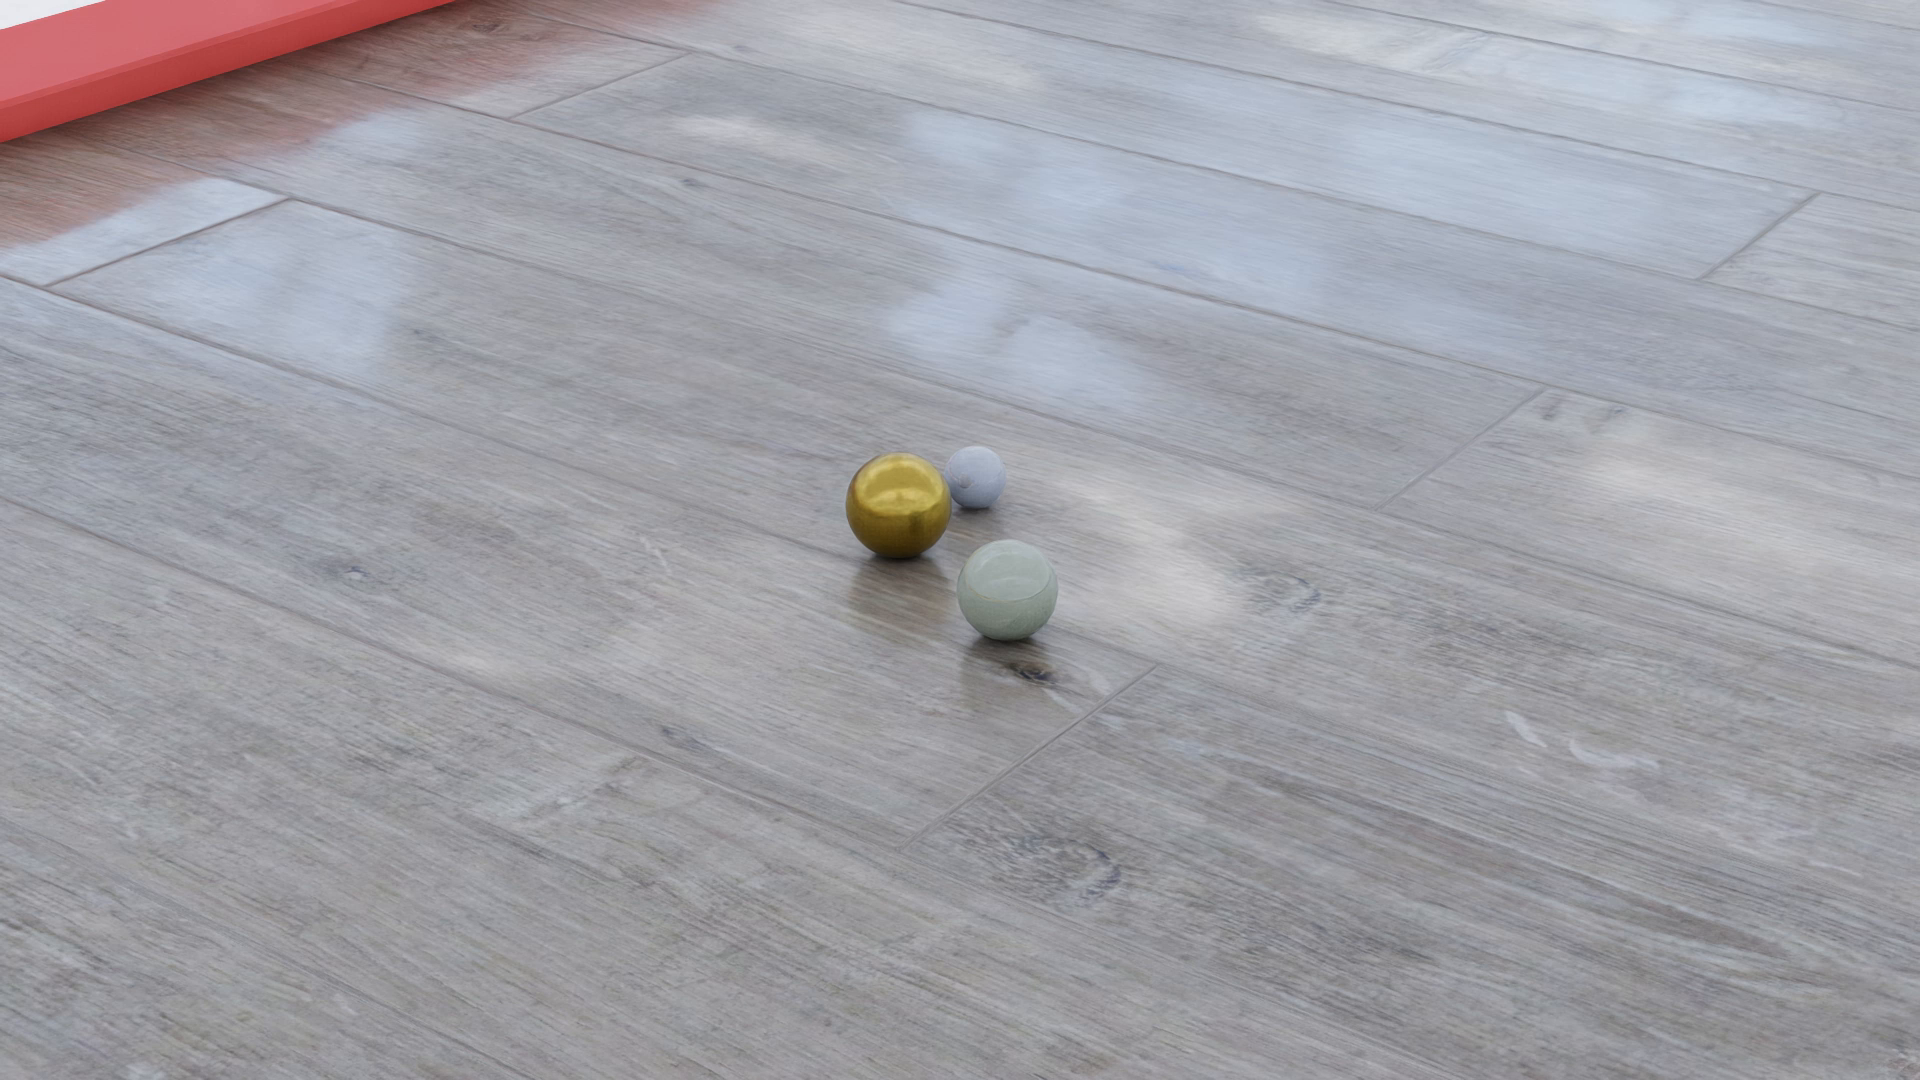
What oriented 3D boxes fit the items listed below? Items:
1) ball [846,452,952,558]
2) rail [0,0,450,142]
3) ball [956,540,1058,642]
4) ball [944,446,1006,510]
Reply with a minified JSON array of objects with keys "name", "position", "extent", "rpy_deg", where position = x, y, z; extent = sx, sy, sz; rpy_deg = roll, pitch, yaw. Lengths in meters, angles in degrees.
[{"name":"ball","position":[-0.037,-0.022,1.799],"extent":[0.066,0.066,0.066],"rpy_deg":[0,26,0]},{"name":"rail","position":[-0.325,-0.668,3.077],"extent":[0.045,0.094,3.978],"rpy_deg":[18,31,32]},{"name":"ball","position":[0.028,0.029,1.704],"extent":[0.059,0.059,0.059],"rpy_deg":[0,26,0]},{"name":"ball","position":[0.010,-0.040,1.865],"extent":[0.040,0.040,0.040],"rpy_deg":[0,26,0]}]
